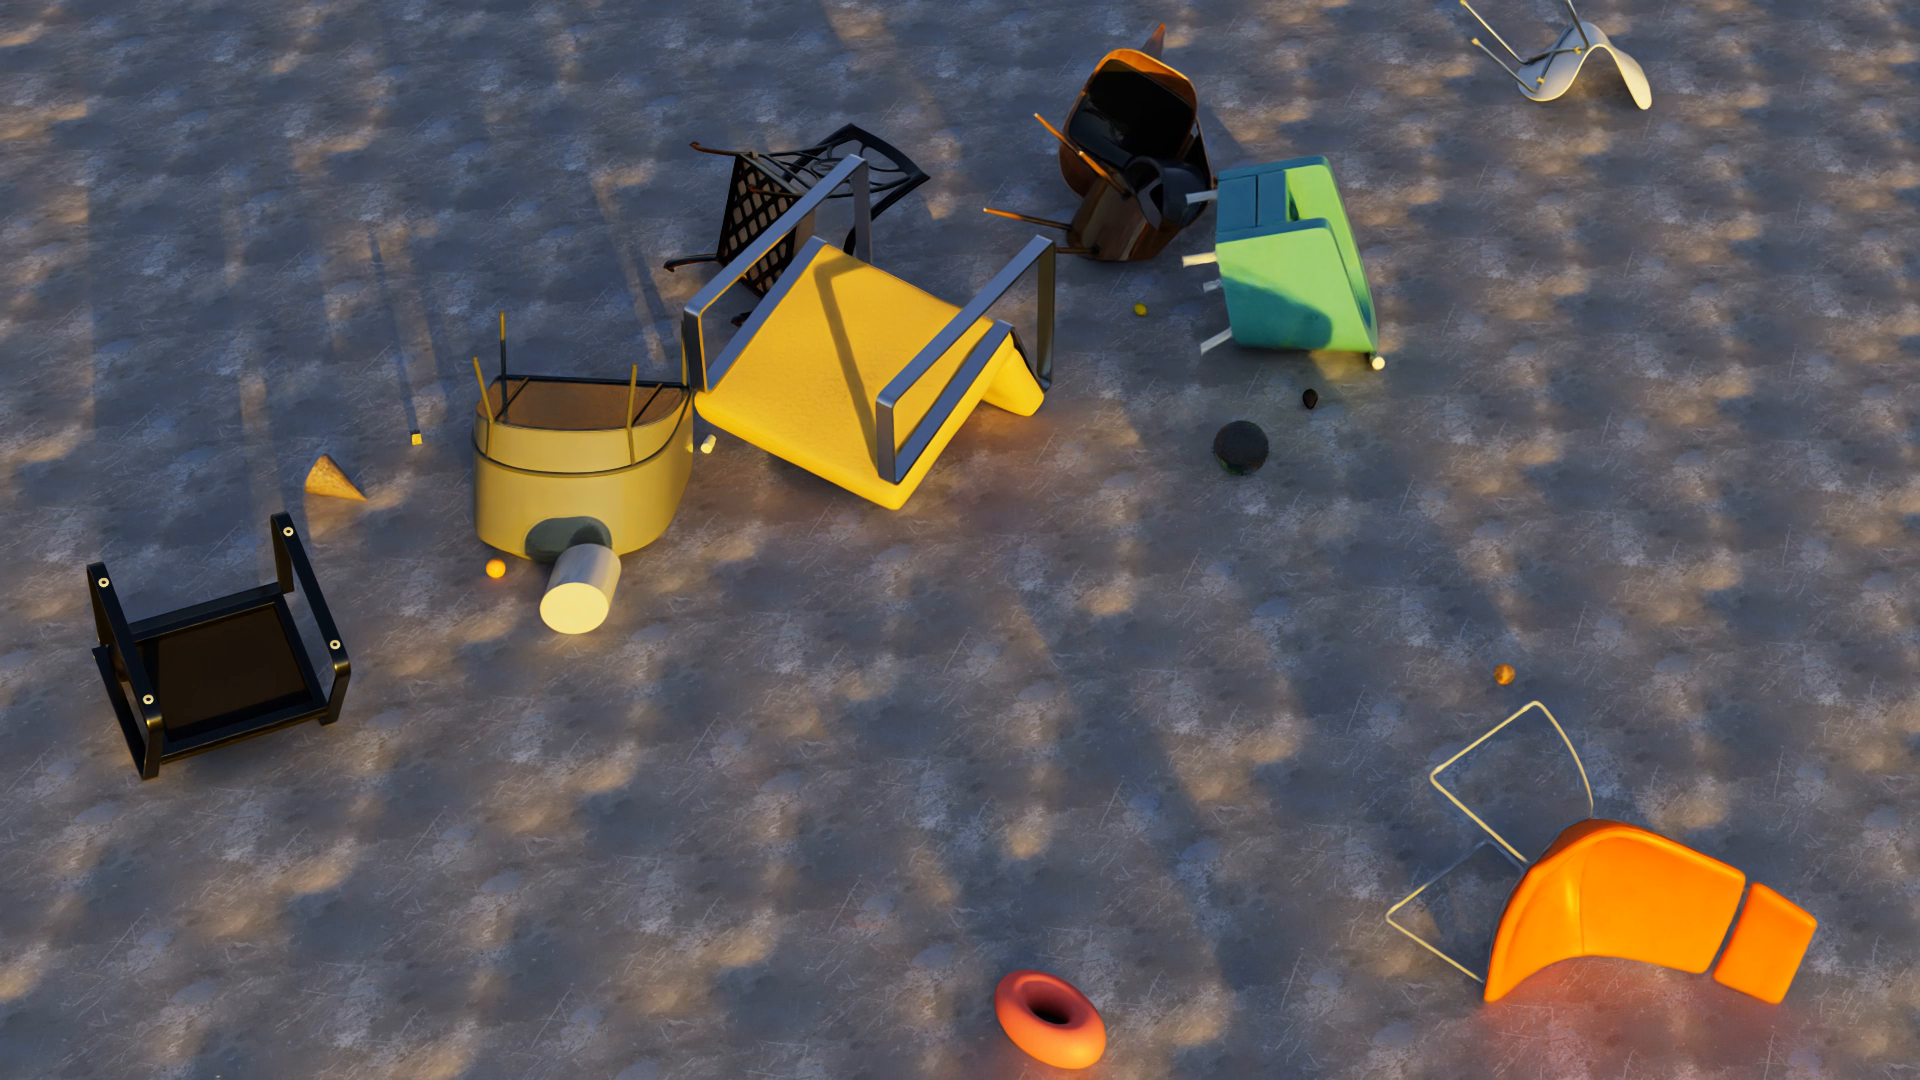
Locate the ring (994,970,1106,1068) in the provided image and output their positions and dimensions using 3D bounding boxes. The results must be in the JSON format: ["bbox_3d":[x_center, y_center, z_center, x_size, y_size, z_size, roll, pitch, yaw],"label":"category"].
[{"bbox_3d":[0.265,1.415,8.674,0.250,0.136,0.421,-25,40,-30],"label":"ring"}]

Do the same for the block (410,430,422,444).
[{"bbox_3d":[-2.138,-0.405,11.518,0.035,0.044,0.037,-11,35,-15],"label":"block"}]

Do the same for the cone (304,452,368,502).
[{"bbox_3d":[-2.353,-0.203,11.166,0.223,0.242,0.172,30,81,-1],"label":"cone"}]

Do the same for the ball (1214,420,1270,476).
[{"bbox_3d":[1.083,-0.354,11.288,0.213,0.213,0.213,0,33,0],"label":"ball"}]

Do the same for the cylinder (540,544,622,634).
[{"bbox_3d":[-1.354,0.173,10.481,0.255,0.211,0.253,-22,29,19],"label":"cylinder"}]
